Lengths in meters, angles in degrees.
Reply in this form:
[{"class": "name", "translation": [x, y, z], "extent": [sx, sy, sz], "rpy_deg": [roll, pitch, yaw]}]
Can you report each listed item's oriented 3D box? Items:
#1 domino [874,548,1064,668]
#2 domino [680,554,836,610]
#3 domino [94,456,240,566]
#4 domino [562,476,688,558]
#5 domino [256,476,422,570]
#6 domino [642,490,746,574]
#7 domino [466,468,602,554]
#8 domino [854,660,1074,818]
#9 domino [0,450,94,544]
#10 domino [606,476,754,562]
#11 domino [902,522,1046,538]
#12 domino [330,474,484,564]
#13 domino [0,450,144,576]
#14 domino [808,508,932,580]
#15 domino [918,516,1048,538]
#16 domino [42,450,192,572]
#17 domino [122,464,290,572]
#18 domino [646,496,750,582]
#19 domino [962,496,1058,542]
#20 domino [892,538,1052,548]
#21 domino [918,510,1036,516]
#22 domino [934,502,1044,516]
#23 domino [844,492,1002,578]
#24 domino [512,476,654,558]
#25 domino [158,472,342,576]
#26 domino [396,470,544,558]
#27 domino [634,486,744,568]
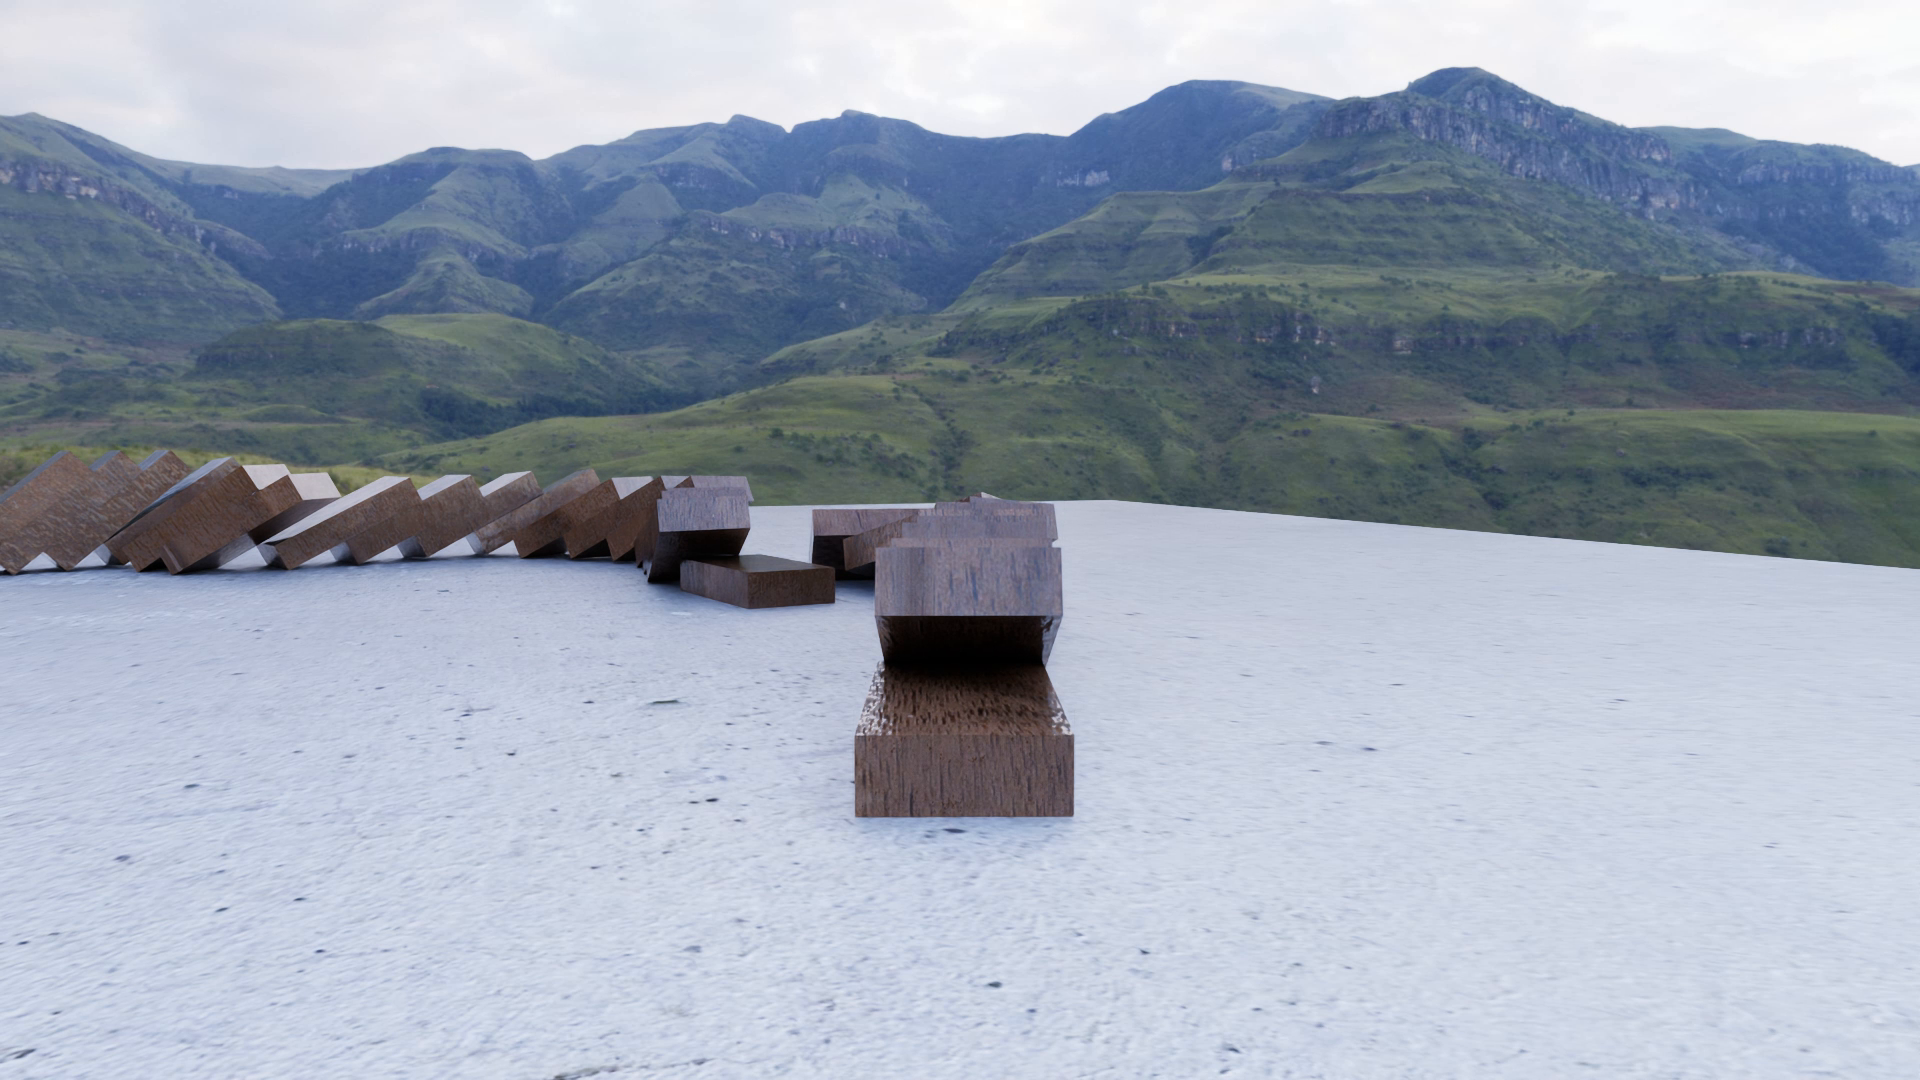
[{"class": "domino", "translation": [0.001, 0.013, 0.195], "extent": [0.025, 0.010, 0.050], "rpy_deg": [0, -18, -1]}, {"class": "domino", "translation": [-0.057, 0.011, 0.358], "extent": [0.025, 0.009, 0.050], "rpy_deg": [-3, 5, -32]}, {"class": "domino", "translation": [-0.280, -0.011, 0.455], "extent": [0.025, 0.010, 0.050], "rpy_deg": [0, 38, 45]}, {"class": "domino", "translation": [-0.117, -0.008, 0.466], "extent": [0.050, 0.010, 0.025], "rpy_deg": [-27, -10, 25]}, {"class": "domino", "translation": [-0.219, -0.007, 0.453], "extent": [0.025, 0.010, 0.050], "rpy_deg": [5, 33, 47]}, {"class": "domino", "translation": [-0.084, -0.002, 0.402], "extent": [0.025, 0.010, 0.050], "rpy_deg": [-2, -19, -21]}, {"class": "domino", "translation": [-0.165, -0.011, 0.496], "extent": [0.050, 0.010, 0.025], "rpy_deg": [-34, 16, -27]}, {"class": "domino", "translation": [0.000, 0.025, 0.171], "extent": [0.025, 0.010, 0.050], "rpy_deg": [0, 4, -1]}, {"class": "domino", "translation": [-0.313, -0.009, 0.423], "extent": [0.025, 0.010, 0.050], "rpy_deg": [5, 48, 48]}, {"class": "domino", "translation": [-0.099, -0.007, 0.451], "extent": [0.050, 0.010, 0.025], "rpy_deg": [-30, -16, 34]}, {"class": "domino", "translation": [0.002, 0.010, 0.245], "extent": [0.025, 0.009, 0.050], "rpy_deg": [0, -19, 0]}, {"class": "domino", "translation": [-0.203, -0.008, 0.469], "extent": [0.025, 0.010, 0.050], "rpy_deg": [3, 31, 48]}, {"class": "domino", "translation": [-0.303, -0.010, 0.433], "extent": [0.025, 0.010, 0.050], "rpy_deg": [5, 48, 48]}, {"class": "domino", "translation": [-0.021, 0.001, 0.395], "extent": [0.050, 0.010, 0.025], "rpy_deg": [-1, -34, -10]}, {"class": "domino", "translation": [0.003, 0.008, 0.270], "extent": [0.025, 0.010, 0.050], "rpy_deg": [0, -19, -3]}, {"class": "domino", "translation": [-0.292, -0.011, 0.443], "extent": [0.025, 0.010, 0.050], "rpy_deg": [4, 47, 48]}, {"class": "domino", "translation": [-0.253, -0.008, 0.435], "extent": [0.050, 0.009, 0.025], "rpy_deg": [-33, 3, 4]}, {"class": "domino", "translation": [-0.078, 0.000, 0.378], "extent": [0.025, 0.010, 0.050], "rpy_deg": [-3, -17, -18]}, {"class": "domino", "translation": [0.002, 0.002, 0.343], "extent": [0.025, 0.010, 0.050], "rpy_deg": [4, -20, -29]}, {"class": "domino", "translation": [0.002, 0.012, 0.222], "extent": [0.025, 0.010, 0.050], "rpy_deg": [0, -18, -1]}, {"class": "domino", "translation": [0.003, 0.006, 0.294], "extent": [0.025, 0.009, 0.050], "rpy_deg": [0, -19, -3]}, {"class": "domino", "translation": [0.003, 0.004, 0.317], "extent": [0.025, 0.009, 0.050], "rpy_deg": [1, -19, -10]}, {"class": "domino", "translation": [-0.006, 0.000, 0.366], "extent": [0.050, 0.010, 0.025], "rpy_deg": [-18, -21, 33]}, {"class": "domino", "translation": [-0.139, -0.008, 0.478], "extent": [0.050, 0.010, 0.025], "rpy_deg": [-26, -5, 21]}, {"class": "domino", "translation": [-0.235, -0.006, 0.426], "extent": [0.050, 0.009, 0.025], "rpy_deg": [-29, 3, 3]}, {"class": "domino", "translation": [-0.186, -0.010, 0.485], "extent": [0.025, 0.009, 0.050], "rpy_deg": [-1, 29, 48]}, {"class": "domino", "translation": [-0.090, -0.004, 0.427], "extent": [0.025, 0.010, 0.050], "rpy_deg": [-2, -19, -27]}]
